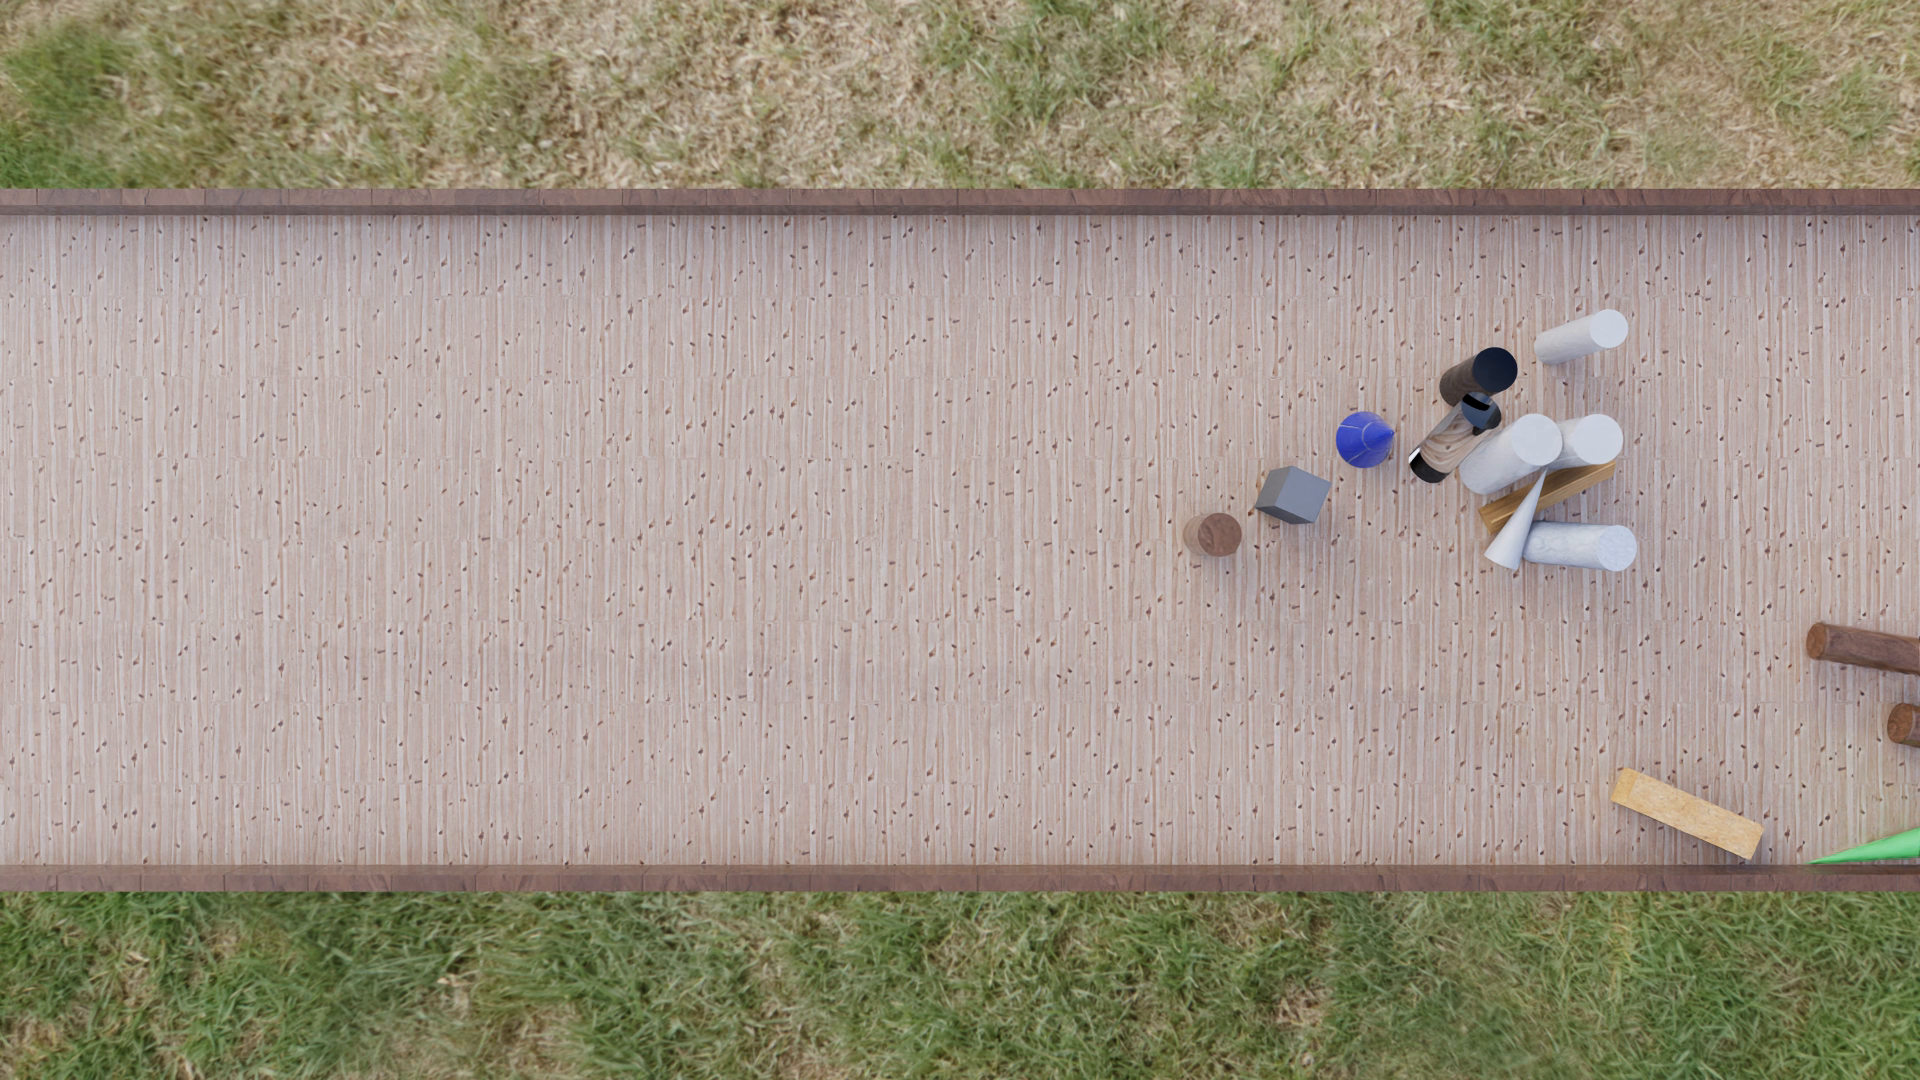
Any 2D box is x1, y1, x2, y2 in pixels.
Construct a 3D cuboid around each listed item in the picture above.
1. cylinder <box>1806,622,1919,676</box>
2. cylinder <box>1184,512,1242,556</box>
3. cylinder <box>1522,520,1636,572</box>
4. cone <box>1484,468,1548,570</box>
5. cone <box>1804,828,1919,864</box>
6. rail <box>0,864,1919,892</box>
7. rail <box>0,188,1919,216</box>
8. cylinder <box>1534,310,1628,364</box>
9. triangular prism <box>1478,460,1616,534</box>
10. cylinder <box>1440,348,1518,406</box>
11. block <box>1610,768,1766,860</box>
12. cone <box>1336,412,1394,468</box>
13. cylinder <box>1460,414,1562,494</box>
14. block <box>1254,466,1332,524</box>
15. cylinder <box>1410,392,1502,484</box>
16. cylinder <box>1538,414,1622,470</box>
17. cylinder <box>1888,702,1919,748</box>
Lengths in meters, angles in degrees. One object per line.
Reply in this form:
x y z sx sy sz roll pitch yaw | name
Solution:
2.816 0.341 5.021 0.426 0.111 0.111 9 90 0 | cylinder
0.751 -0.015 4.921 0.128 0.311 0.128 0 90 0 | cylinder
1.818 0.014 4.875 0.131 0.383 0.131 -1 93 -15 | cylinder
1.703 -0.078 4.978 0.109 0.109 0.320 21 107 0 | cone
2.803 0.951 5.050 0.437 0.106 0.106 -12 90 7 | cone
-2.247 1.025 5.001 12.000 0.150 0.050 0 90 0 | rail
-2.247 -1.025 5.002 12.000 0.150 0.050 0 90 0 | rail
1.821 -0.593 4.853 0.109 0.447 0.109 0 90 0 | cylinder
1.800 -0.145 5.037 0.419 0.075 0.087 -26 90 0 | triangular prism
1.542 -0.481 4.918 0.132 0.309 0.132 0 86 -1 | cylinder
2.213 0.832 5.021 0.413 0.111 0.111 23 90 0 | block
1.244 -0.309 4.898 0.176 0.357 0.176 0 90 0 | cone
1.624 -0.250 4.879 0.153 0.369 0.153 1 78 -6 | cylinder
0.987 -0.131 4.907 0.126 0.338 0.126 24 90 0 | block
1.471 -0.301 4.910 0.128 0.313 0.128 7 61 -13 | cylinder
1.799 -0.284 4.861 0.142 0.429 0.142 0 90 1 | cylinder
3.044 0.598 5.014 0.384 0.125 0.125 13 90 0 | cylinder
